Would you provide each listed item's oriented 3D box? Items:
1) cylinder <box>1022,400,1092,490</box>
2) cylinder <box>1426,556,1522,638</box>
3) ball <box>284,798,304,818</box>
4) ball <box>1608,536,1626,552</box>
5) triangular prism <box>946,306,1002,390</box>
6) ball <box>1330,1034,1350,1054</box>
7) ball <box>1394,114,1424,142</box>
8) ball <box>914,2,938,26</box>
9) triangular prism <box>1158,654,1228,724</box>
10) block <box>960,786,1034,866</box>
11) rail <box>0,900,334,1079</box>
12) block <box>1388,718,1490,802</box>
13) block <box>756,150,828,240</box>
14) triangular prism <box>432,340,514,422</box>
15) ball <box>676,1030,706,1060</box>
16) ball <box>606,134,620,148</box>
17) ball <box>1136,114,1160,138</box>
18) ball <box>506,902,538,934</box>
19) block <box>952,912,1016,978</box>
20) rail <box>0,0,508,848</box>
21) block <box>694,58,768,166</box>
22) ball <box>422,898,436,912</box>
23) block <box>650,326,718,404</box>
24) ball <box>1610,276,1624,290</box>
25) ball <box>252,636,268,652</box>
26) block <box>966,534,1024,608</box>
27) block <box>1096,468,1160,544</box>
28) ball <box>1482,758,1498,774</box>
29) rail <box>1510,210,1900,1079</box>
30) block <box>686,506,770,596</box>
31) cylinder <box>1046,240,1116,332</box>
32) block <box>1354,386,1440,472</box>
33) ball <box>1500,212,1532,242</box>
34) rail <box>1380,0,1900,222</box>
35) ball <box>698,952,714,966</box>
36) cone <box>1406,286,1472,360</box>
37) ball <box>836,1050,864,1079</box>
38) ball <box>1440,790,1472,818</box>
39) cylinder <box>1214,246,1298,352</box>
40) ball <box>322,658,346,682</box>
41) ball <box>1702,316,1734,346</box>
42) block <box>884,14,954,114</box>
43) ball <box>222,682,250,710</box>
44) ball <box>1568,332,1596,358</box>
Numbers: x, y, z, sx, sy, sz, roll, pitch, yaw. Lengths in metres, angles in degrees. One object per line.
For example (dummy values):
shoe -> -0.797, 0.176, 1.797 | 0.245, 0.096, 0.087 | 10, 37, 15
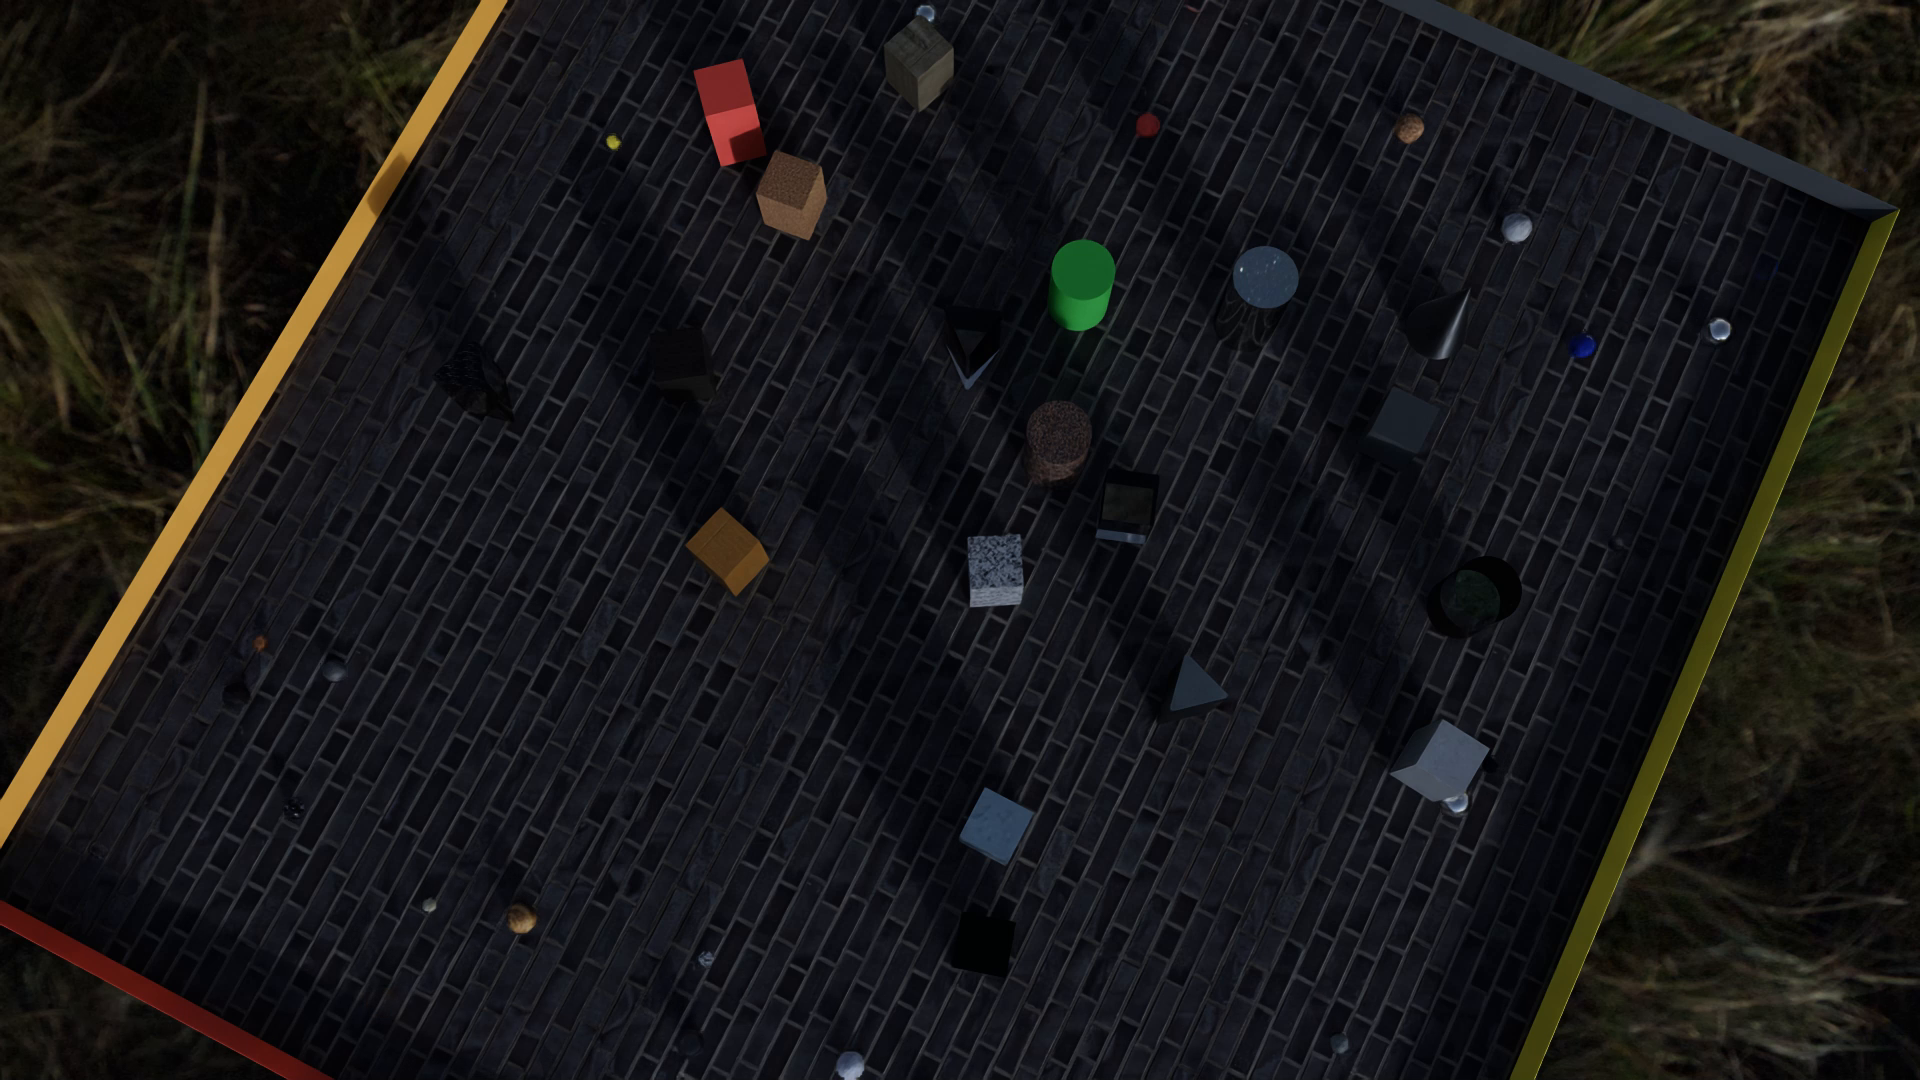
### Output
cylinder -> 0.289, -0.281, 5.502 | 0.192, 0.338, 0.192 | 0, 78, 0
cylinder -> 1.515, 0.173, 5.414 | 0.192, 0.326, 0.192 | 0, 78, 0
ball -> -1.970, 0.796, 5.422 | 0.058, 0.058, 0.058 | 0, 78, 0
ball -> 2.002, 0.015, 5.588 | 0.049, 0.049, 0.049 | 0, 78, 0
triangular prism -> 0.015, -0.612, 5.563 | 0.144, 0.353, 0.166 | 36, 81, 7
ball -> 1.095, 1.452, 5.288 | 0.055, 0.055, 0.055 | 0, 78, 0
ball -> 1.432, -1.312, 5.842 | 0.091, 0.091, 0.091 | 0, 78, 0
ball -> -0.110, -1.694, 5.925 | 0.082, 0.082, 0.082 | 0, 78, 0
triangular prism -> 0.656, 0.427, 5.344 | 0.166, 0.361, 0.144 | -13, 79, -3
block -> 0.102, 0.825, 5.259 | 0.154, 0.365, 0.154 | 27, 80, 5
rail -> -0.994, 1.953, 5.148 | 4.300, 0.125, 0.045 | 26, 80, 5
block -> 1.386, 0.642, 5.315 | 0.154, 0.330, 0.154 | 33, 80, 6
block -> -0.522, -1.072, 5.708 | 0.154, 0.254, 0.154 | 21, 79, 4
triangular prism -> -1.447, -0.490, 5.545 | 0.166, 0.339, 0.144 | 15, 79, 3
ball -> -0.775, 1.452, 5.274 | 0.083, 0.083, 0.083 | 0, 78, 0
ball -> -1.110, -1.273, 5.857 | 0.045, 0.045, 0.045 | 0, 78, 0
ball -> 0.599, -1.322, 5.851 | 0.078, 0.078, 0.078 | 0, 78, 0
ball -> -1.278, 1.101, 5.342 | 0.091, 0.091, 0.091 | 0, 78, 0
block -> 0.066, 1.153, 5.230 | 0.154, 0.290, 0.154 | 11, 79, 2
rail -> -1.902, -0.925, 5.743 | 0.045, 0.125, 4.491 | 26, 80, 5
block -> -0.710, -1.324, 5.699 | 0.154, 0.375, 0.154 | -15, 79, -3
ball -> -1.556, 1.071, 5.374 | 0.042, 0.042, 0.042 | 0, 78, 0
block -> -0.844, -0.532, 5.604 | 0.154, 0.241, 0.154 | -9, 78, -2
ball -> 2.065, -0.807, 5.762 | 0.043, 0.043, 0.043 | 0, 78, 0
ball -> -2.111, 0.312, 5.527 | 0.049, 0.049, 0.049 | 0, 78, 0
block -> 0.103, 0.093, 5.439 | 0.154, 0.310, 0.154 | -3, 78, -1
block -> 0.500, -0.098, 5.498 | 0.154, 0.271, 0.154 | 8, 78, 2
ball -> 1.579, 0.671, 5.454 | 0.046, 0.046, 0.046 | 0, 78, 0
rail -> 1.902, 0.938, 5.358 | 0.045, 0.125, 4.491 | 26, 80, 5
block -> -0.690, 0.039, 5.459 | 0.154, 0.292, 0.154 | 41, 81, 8
cylinder -> 0.370, -0.779, 5.628 | 0.192, 0.293, 0.192 | 0, 78, 0
block -> 1.327, -0.336, 5.568 | 0.154, 0.231, 0.154 | 28, 80, 5
ball -> 1.753, -0.985, 5.772 | 0.094, 0.094, 0.094 | 0, 78, 0
rail -> 0.994, -1.940, 5.953 | 4.300, 0.125, 0.045 | 26, 80, 5
ball -> -0.739, 1.221, 5.341 | 0.044, 0.044, 0.044 | 0, 78, 0
cone -> 1.495, -0.699, 5.556 | 0.192, 0.402, 0.192 | 0, 78, 0
ball -> -0.315, 1.509, 5.263 | 0.082, 0.082, 0.082 | 0, 78, 0
ball -> 1.465, 0.770, 5.409 | 0.094, 0.094, 0.094 | 0, 78, 0
cylinder -> 0.892, -0.725, 5.553 | 0.192, 0.419, 0.192 | 0, 78, 0
ball -> -1.878, 0.391, 5.501 | 0.068, 0.068, 0.068 | 0, 78, 0
ball -> 2.360, -0.648, 5.704 | 0.092, 0.092, 0.092 | 0, 78, 0
block -> -0.128, -1.505, 5.801 | 0.154, 0.248, 0.154 | -43, 81, -8
ball -> -2.165, 0.467, 5.480 | 0.078, 0.078, 0.078 | 0, 78, 0
ball -> 1.937, -0.606, 5.701 | 0.080, 0.080, 0.080 | 0, 78, 0
